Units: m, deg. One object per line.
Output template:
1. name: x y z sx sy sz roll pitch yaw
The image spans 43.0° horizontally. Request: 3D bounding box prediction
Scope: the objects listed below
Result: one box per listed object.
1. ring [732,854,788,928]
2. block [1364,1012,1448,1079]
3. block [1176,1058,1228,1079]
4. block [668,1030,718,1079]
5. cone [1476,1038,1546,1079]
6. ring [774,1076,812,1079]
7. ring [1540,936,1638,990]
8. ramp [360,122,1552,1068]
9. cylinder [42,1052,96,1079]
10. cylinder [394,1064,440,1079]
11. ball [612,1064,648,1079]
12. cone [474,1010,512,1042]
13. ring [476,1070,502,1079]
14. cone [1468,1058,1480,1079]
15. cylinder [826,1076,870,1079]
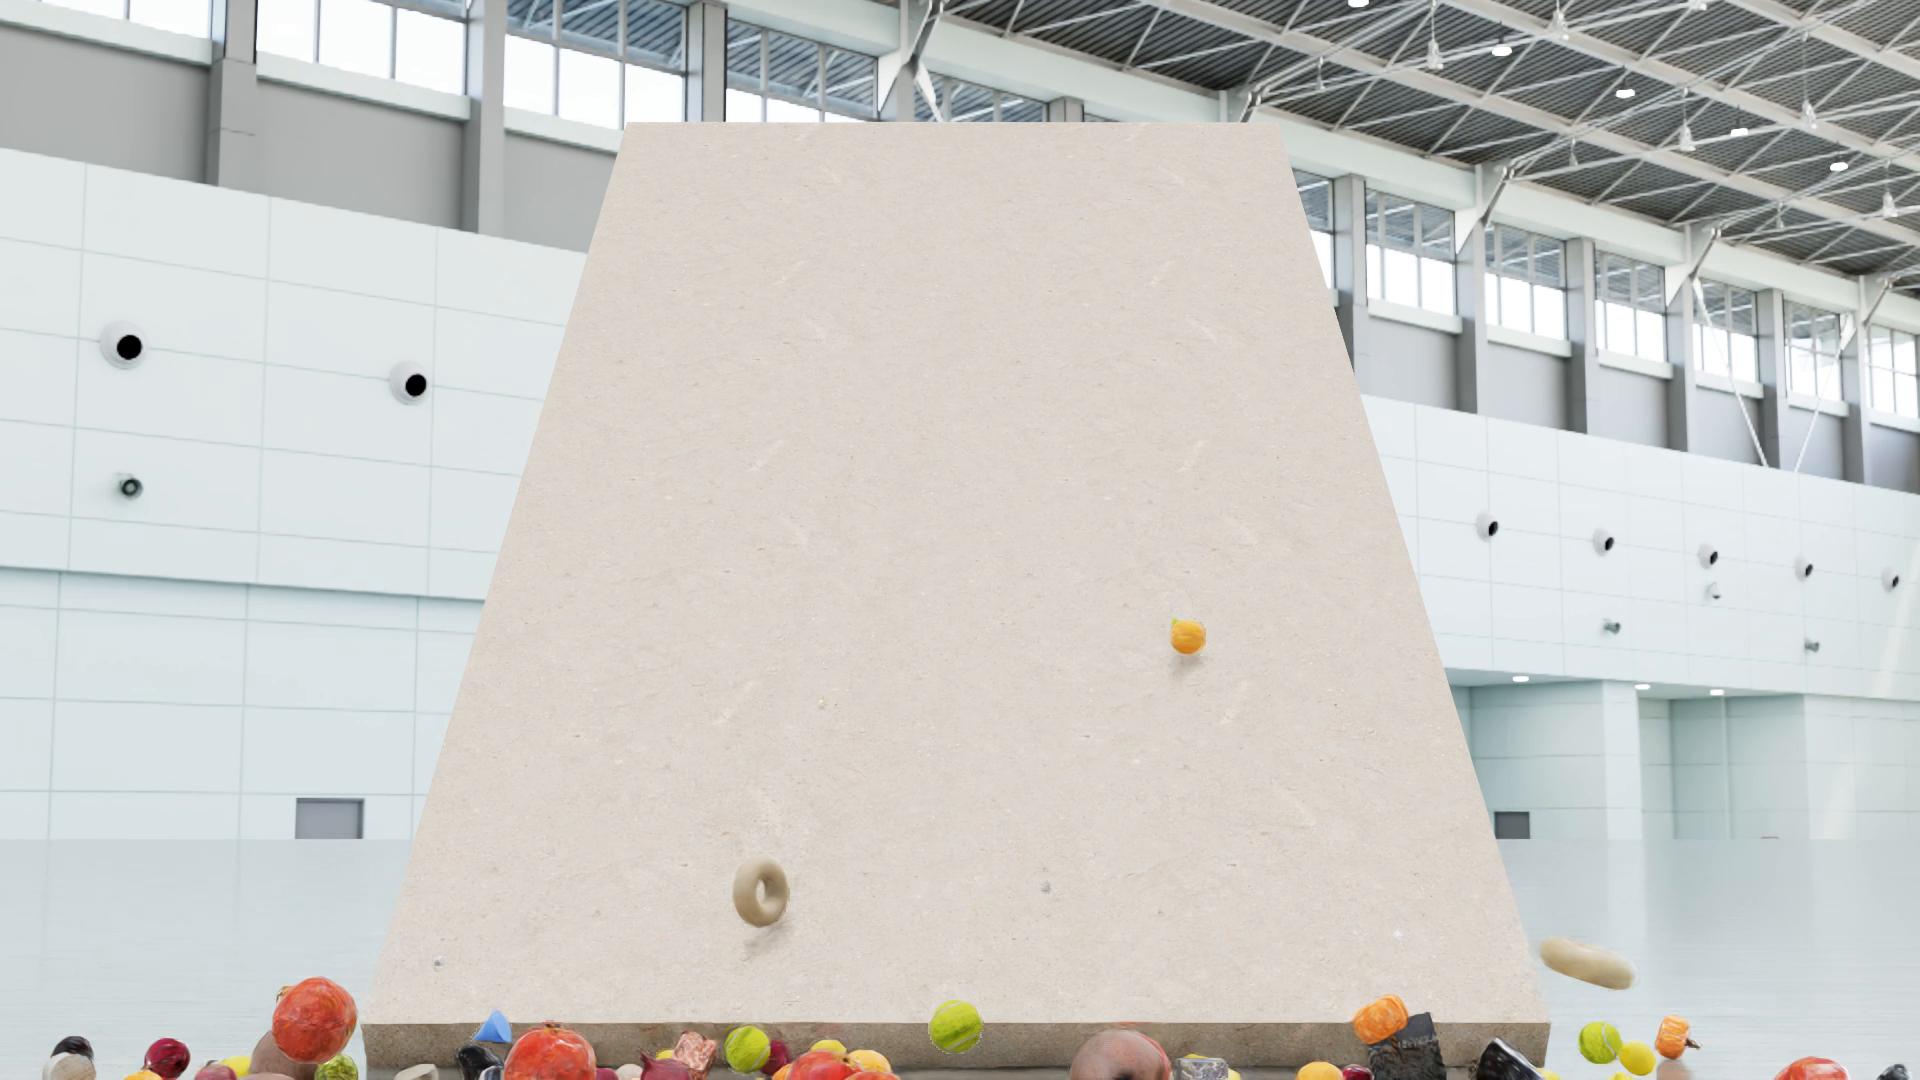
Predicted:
1. ring: -0.349 0.614 4.268 0.042 0.126 0.126 -5 -9 37
2. block: 0.630 0.737 3.433 0.096 0.096 0.096 -14 12 8
3. block: 0.352 0.792 3.555 0.065 0.065 0.065 0 -7 -3
4. block: -0.407 0.789 3.715 0.054 0.054 0.054 22 -39 9
5. cone: 0.753 0.722 3.237 0.100 0.100 0.100 7 0 43
6. ring: -0.253 0.823 3.662 0.084 0.028 0.084 -1 -6 0
7. ring: 0.939 0.632 3.644 0.148 0.049 0.148 17 -1 0
8. ramp: -0.015 -0.195 5.824 2.000 0.100 4.000 0 32 0
9. cylinder: -1.255 0.753 3.435 0.059 0.059 0.059 4 -10 -33
10. cylinder: -0.671 0.686 3.033 0.052 0.052 0.052 -14 7 2
11. ball: -0.486 0.801 3.594 0.056 0.056 0.056 0 -7 0
12. cone: -0.785 0.818 4.052 0.057 0.057 0.057 -27 -11 7
13. ring: -0.594 0.723 3.134 0.031 0.092 0.092 -26 -2 -11
14. cone: 0.821 0.826 3.795 0.050 0.050 0.050 -3 -3 26
15. cylinder: -0.147 0.723 3.152 0.057 0.057 0.057 -11 -12 32
